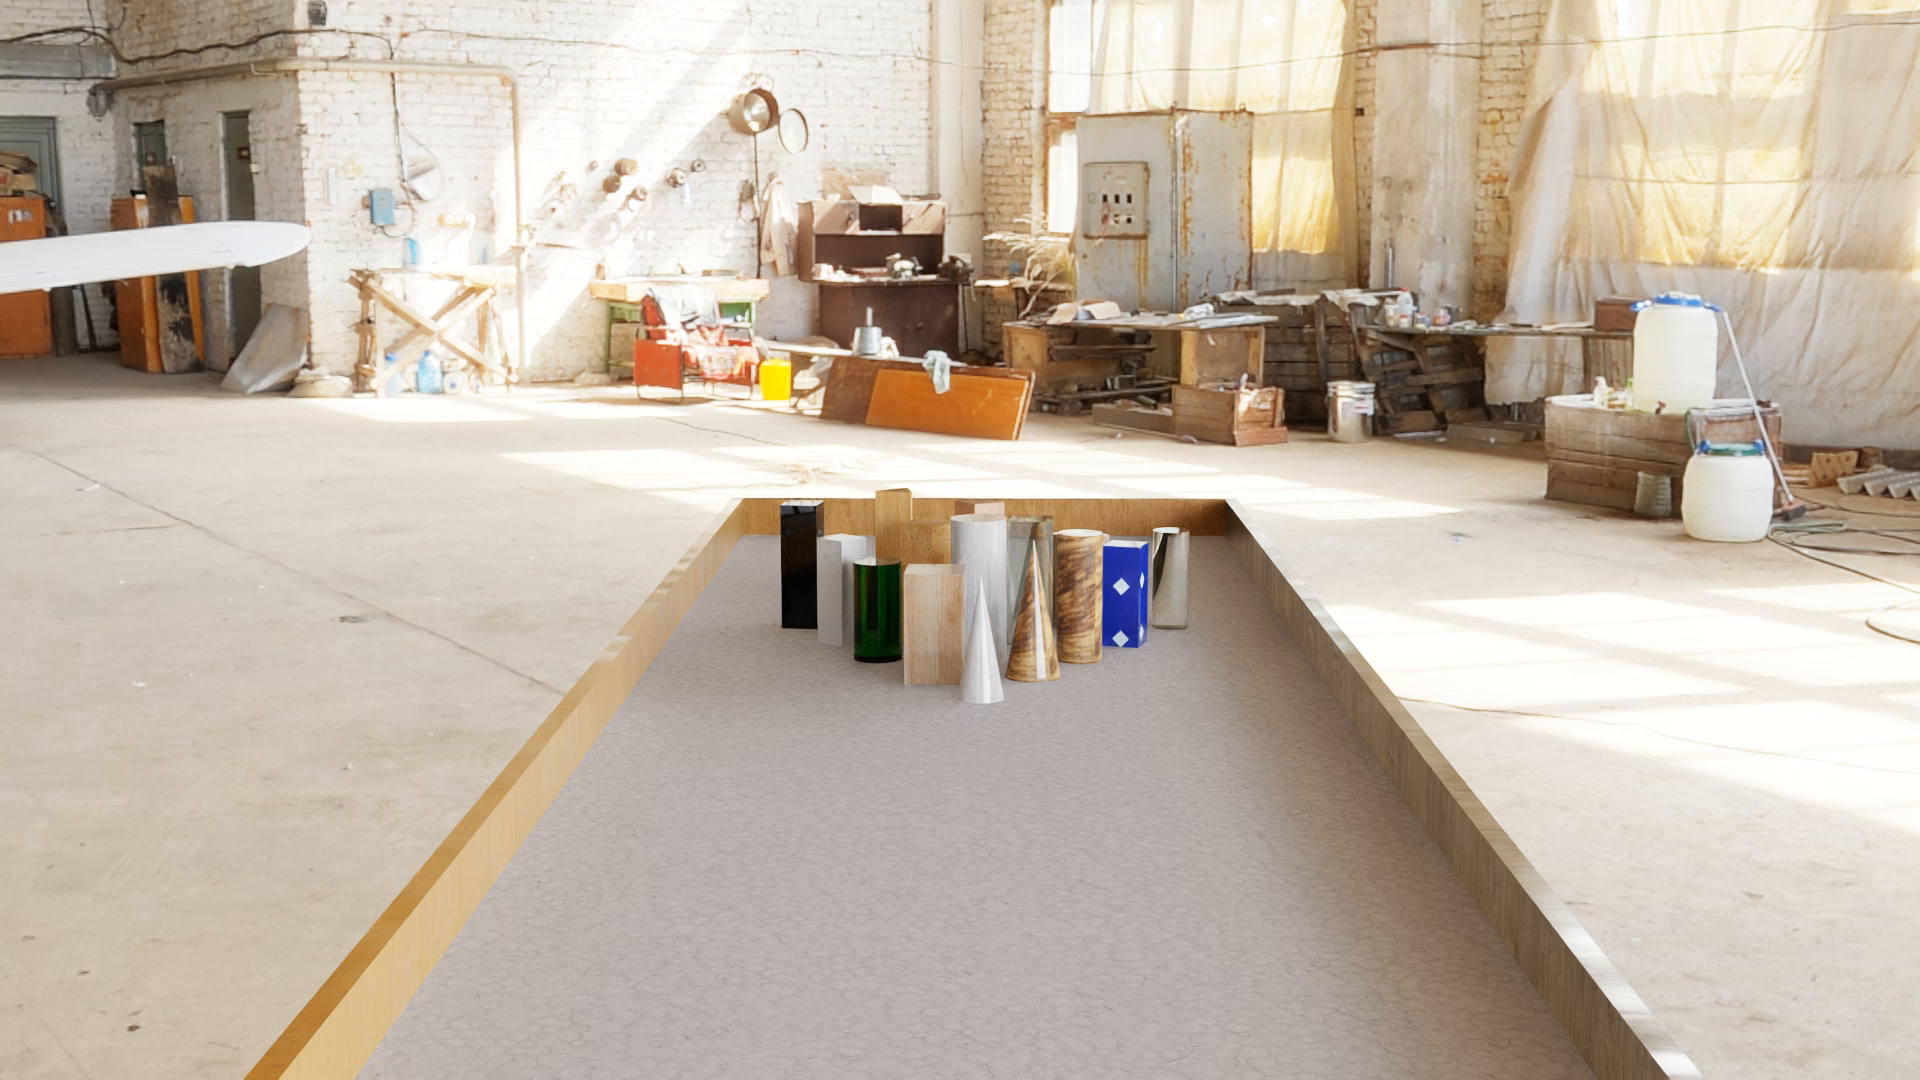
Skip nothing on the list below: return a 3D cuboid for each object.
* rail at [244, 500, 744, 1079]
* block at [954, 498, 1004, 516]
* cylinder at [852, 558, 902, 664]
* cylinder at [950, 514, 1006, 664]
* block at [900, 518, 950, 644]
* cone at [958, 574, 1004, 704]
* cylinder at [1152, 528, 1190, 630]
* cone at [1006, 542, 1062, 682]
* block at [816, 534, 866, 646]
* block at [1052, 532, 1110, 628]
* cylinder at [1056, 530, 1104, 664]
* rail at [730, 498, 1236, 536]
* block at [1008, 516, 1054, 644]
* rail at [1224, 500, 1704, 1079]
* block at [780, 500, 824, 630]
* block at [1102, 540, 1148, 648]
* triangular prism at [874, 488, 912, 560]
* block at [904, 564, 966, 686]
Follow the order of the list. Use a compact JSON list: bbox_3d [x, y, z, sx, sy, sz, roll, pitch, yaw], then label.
[{"bbox_3d":[-1.004,0.839,3.234,0.050,0.150,12.000,0,9,1],"label":"rail"},{"bbox_3d":[0.063,0.079,7.188,0.117,0.415,0.117,-6,11,-34],"label":"block"},{"bbox_3d":[-0.252,0.213,6.705,0.149,0.301,0.149,0,9,0],"label":"cylinder"},{"bbox_3d":[0.056,0.150,6.668,0.170,0.437,0.170,0,9,0],"label":"cylinder"},{"bbox_3d":[-0.089,0.134,6.931,0.139,0.387,0.139,9,12,43],"label":"block"},{"bbox_3d":[0.058,0.270,6.171,0.133,0.355,0.133,0,9,0],"label":"cone"},{"bbox_3d":[0.688,0.126,7.191,0.118,0.320,0.118,0,9,0],"label":"cylinder"},{"bbox_3d":[0.215,0.199,6.442,0.165,0.411,0.165,0,9,0],"label":"cone"},{"bbox_3d":[-0.373,0.157,6.945,0.110,0.335,0.110,8,12,41],"label":"block"},{"bbox_3d":[0.388,0.133,7.186,0.140,0.309,0.140,-7,11,-36],"label":"block"},{"bbox_3d":[0.364,0.171,6.680,0.139,0.391,0.139,0,9,0],"label":"cylinder"},{"bbox_3d":[0.099,-0.098,9.147,2.100,0.150,0.050,0,9,1],"label":"rail"},{"bbox_3d":[0.223,0.126,6.960,0.141,0.392,0.141,0,9,3],"label":"block"},{"bbox_3d":[1.046,0.843,3.208,0.050,0.150,12.000,0,9,1],"label":"rail"},{"bbox_3d":[-0.514,0.080,7.205,0.119,0.407,0.119,1,9,9],"label":"block"},{"bbox_3d":[0.520,0.169,6.928,0.118,0.318,0.118,3,9,18],"label":"block"},{"bbox_3d":[-0.196,0.056,7.228,0.130,0.447,0.113,4,10,22],"label":"triangular prism"},{"bbox_3d":[-0.070,0.245,6.422,0.173,0.325,0.173,0,9,3],"label":"block"}]
